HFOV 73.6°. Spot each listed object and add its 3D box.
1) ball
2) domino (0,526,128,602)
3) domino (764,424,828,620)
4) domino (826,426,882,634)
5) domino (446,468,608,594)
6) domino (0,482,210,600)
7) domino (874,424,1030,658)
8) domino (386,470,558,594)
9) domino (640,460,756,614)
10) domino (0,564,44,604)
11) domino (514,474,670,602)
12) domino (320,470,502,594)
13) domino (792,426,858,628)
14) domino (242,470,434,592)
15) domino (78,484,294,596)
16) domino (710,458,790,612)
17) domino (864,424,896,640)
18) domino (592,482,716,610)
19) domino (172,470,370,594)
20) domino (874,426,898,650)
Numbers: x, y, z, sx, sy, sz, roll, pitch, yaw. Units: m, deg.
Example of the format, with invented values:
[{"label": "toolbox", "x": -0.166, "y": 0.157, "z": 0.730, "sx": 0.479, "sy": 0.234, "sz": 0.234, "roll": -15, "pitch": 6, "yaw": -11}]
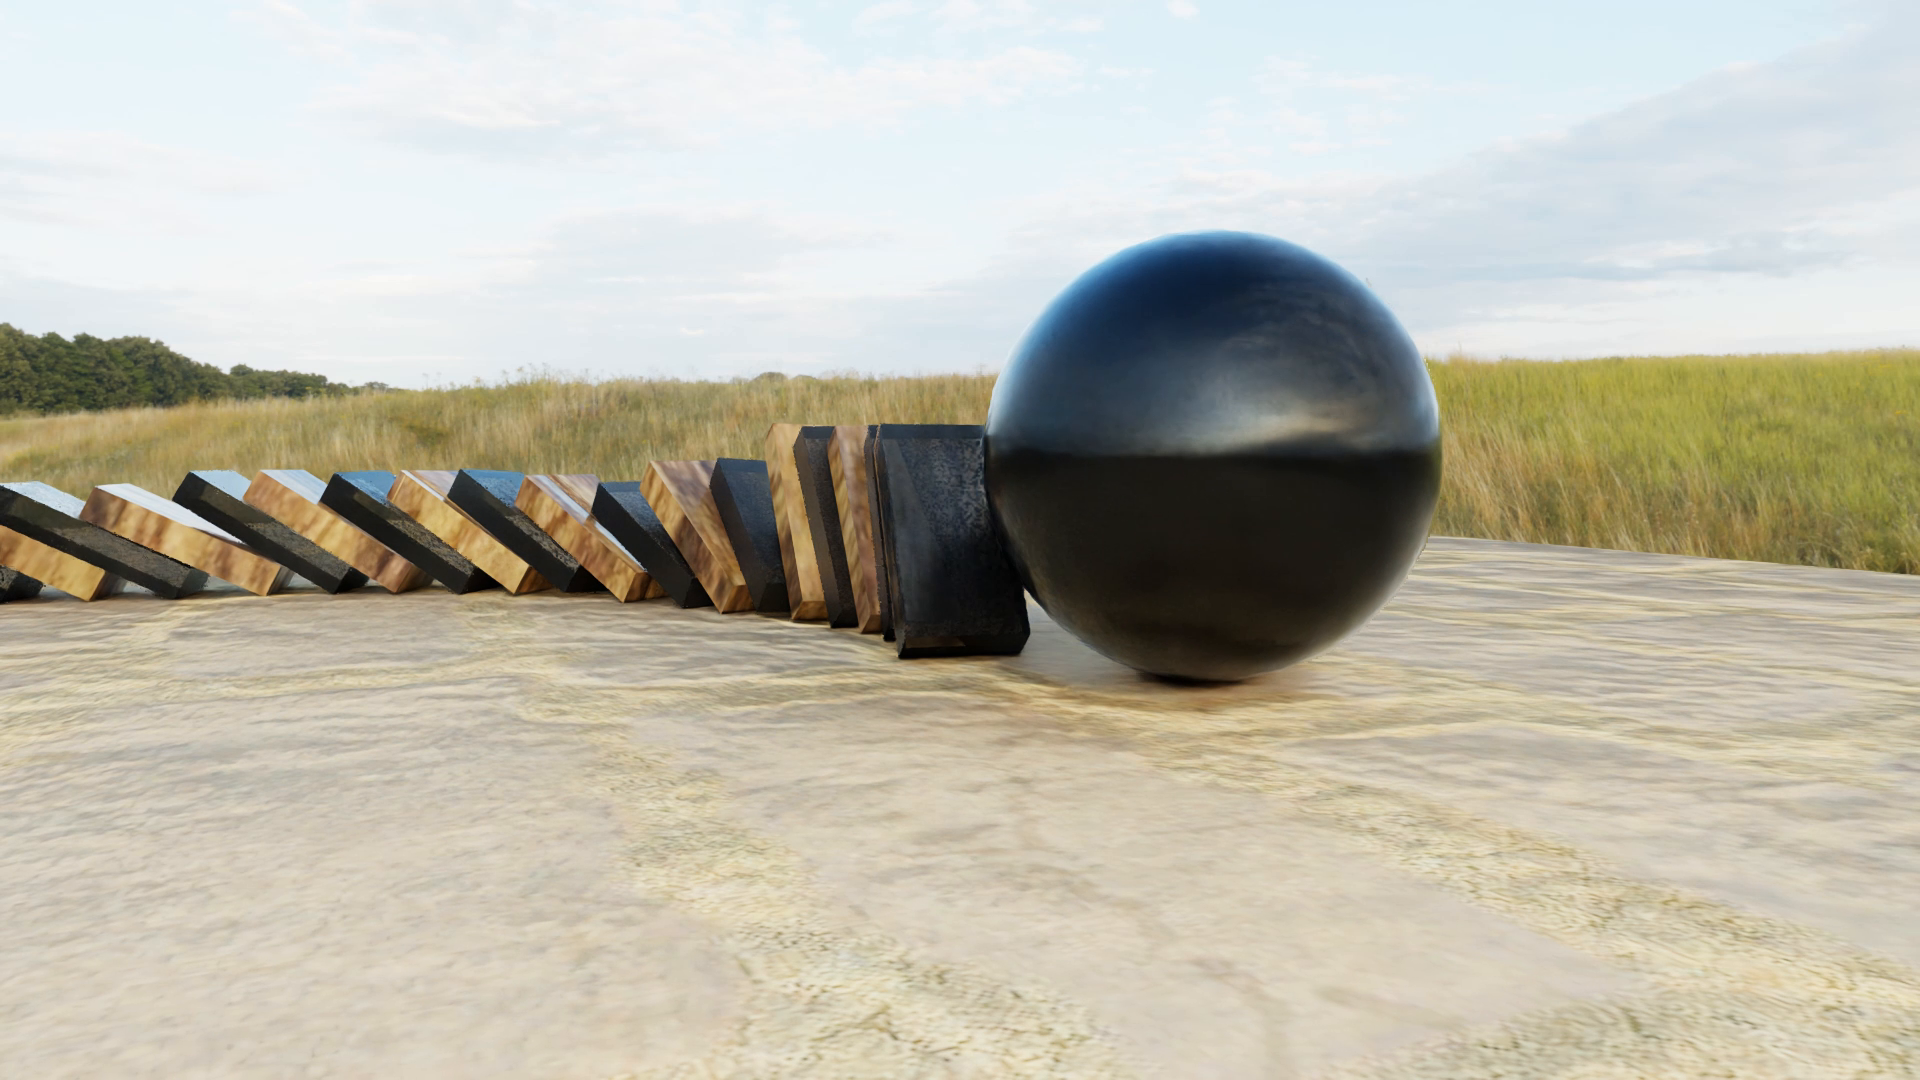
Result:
[{"label": "ball", "x": 0.044, "y": -0.015, "z": 0.230, "sx": 0.080, "sy": 0.080, "sz": 0.080, "roll": 0, "pitch": 4, "yaw": 0}, {"label": "domino", "x": -0.257, "y": 0.000, "z": 0.351, "sx": 0.050, "sy": 0.009, "sz": 0.025, "roll": 28, "pitch": -4, "yaw": -15}, {"label": "domino", "x": -0.032, "y": -0.005, "z": 0.318, "sx": 0.025, "sy": 0.050, "sz": 0.010, "roll": 0, "pitch": -30, "yaw": -25}, {"label": "domino", "x": -0.014, "y": -0.003, "z": 0.299, "sx": 0.025, "sy": 0.050, "sz": 0.009, "roll": -2, "pitch": -29, "yaw": -21}, {"label": "domino", "x": -0.121, "y": -0.003, "z": 0.371, "sx": 0.050, "sy": 0.009, "sz": 0.025, "roll": 35, "pitch": 13, "yaw": 19}, {"label": "domino", "x": -0.237, "y": 0.000, "z": 0.355, "sx": 0.050, "sy": 0.010, "sz": 0.025, "roll": 28, "pitch": -3, "yaw": -15}, {"label": "domino", "x": -0.002, "y": -0.001, "z": 0.266, "sx": 0.025, "sy": 0.050, "sz": 0.009, "roll": -1, "pitch": -30, "yaw": -13}, {"label": "domino", "x": -0.139, "y": -0.003, "z": 0.375, "sx": 0.050, "sy": 0.009, "sz": 0.025, "roll": 34, "pitch": 11, "yaw": 13}, {"label": "domino", "x": -0.062, "y": -0.002, "z": 0.340, "sx": 0.025, "sy": 0.010, "sz": 0.050, "roll": -4, "pitch": 43, "yaw": -43}, {"label": "domino", "x": -0.276, "y": 0.001, "z": 0.344, "sx": 0.050, "sy": 0.009, "sz": 0.025, "roll": 28, "pitch": -4, "yaw": -16}, {"label": "domino", "x": -0.100, "y": -0.001, "z": 0.362, "sx": 0.050, "sy": 0.009, "sz": 0.025, "roll": 36, "pitch": 21, "yaw": 25}, {"label": "domino", "x": -0.158, "y": -0.003, "z": 0.376, "sx": 0.050, "sy": 0.010, "sz": 0.025, "roll": 33, "pitch": 9, "yaw": 6}, {"label": "domino", "x": -0.023, "y": -0.004, "z": 0.309, "sx": 0.025, "sy": 0.050, "sz": 0.010, "roll": -2, "pitch": -29, "yaw": -25}, {"label": "domino", "x": -0.178, "y": -0.003, "z": 0.374, "sx": 0.050, "sy": 0.010, "sz": 0.025, "roll": 32, "pitch": 2, "yaw": -2}, {"label": "domino", "x": -0.216, "y": 0.000, "z": 0.363, "sx": 0.050, "sy": 0.009, "sz": 0.025, "roll": 27, "pitch": -3, "yaw": -15}, {"label": "domino", "x": -0.046, "y": -0.002, "z": 0.332, "sx": 0.025, "sy": 0.010, "sz": 0.050, "roll": 2, "pitch": 39, "yaw": -30}, {"label": "domino", "x": -0.007, "y": -0.002, "z": 0.288, "sx": 0.025, "sy": 0.050, "sz": 0.009, "roll": -1, "pitch": -30, "yaw": -13}, {"label": "domino", "x": -0.077, "y": 0.000, "z": 0.352, "sx": 0.025, "sy": 0.010, "sz": 0.050, "roll": -4, "pitch": 34, "yaw": -46}, {"label": "domino", "x": -0.196, "y": -0.003, "z": 0.371, "sx": 0.050, "sy": 0.009, "sz": 0.025, "roll": 32, "pitch": 0, "yaw": -7}, {"label": "domino", "x": -0.003, "y": -0.002, "z": 0.277, "sx": 0.025, "sy": 0.050, "sz": 0.010, "roll": -1, "pitch": -30, "yaw": -13}]
